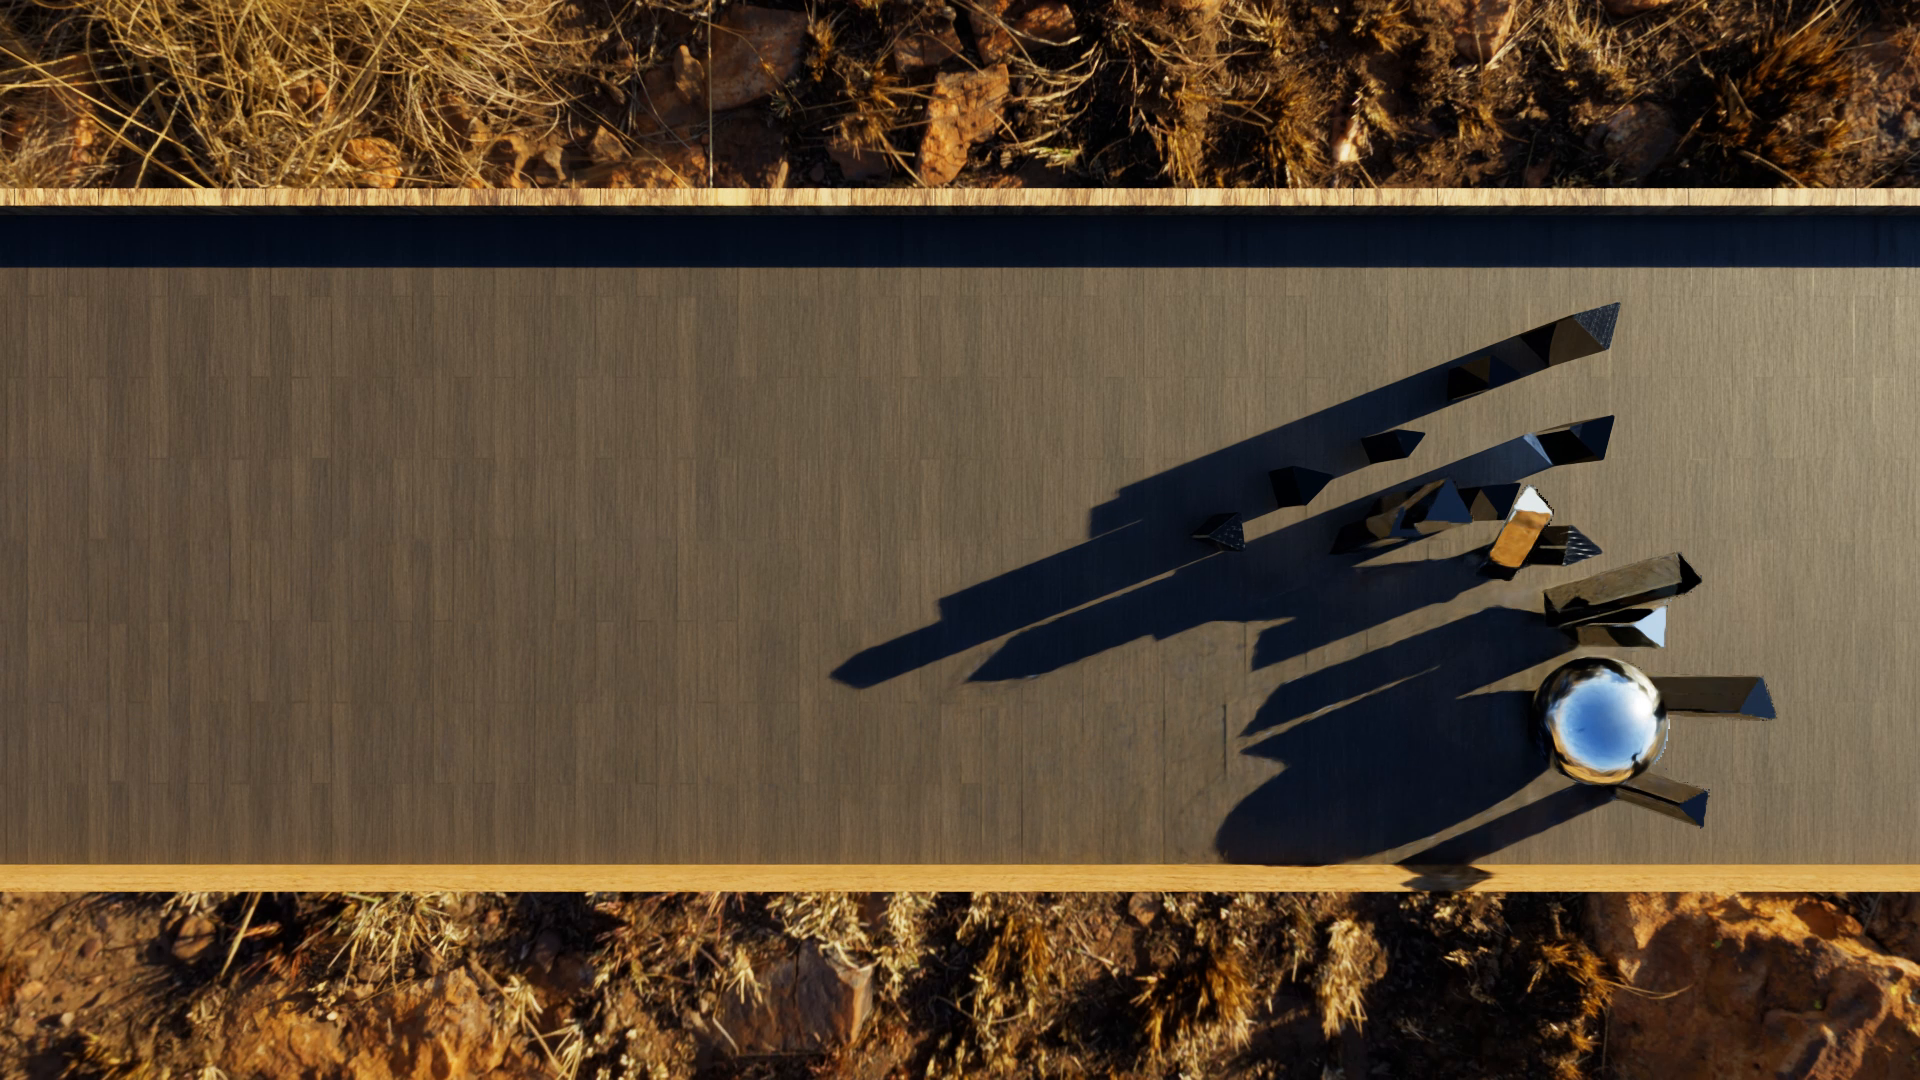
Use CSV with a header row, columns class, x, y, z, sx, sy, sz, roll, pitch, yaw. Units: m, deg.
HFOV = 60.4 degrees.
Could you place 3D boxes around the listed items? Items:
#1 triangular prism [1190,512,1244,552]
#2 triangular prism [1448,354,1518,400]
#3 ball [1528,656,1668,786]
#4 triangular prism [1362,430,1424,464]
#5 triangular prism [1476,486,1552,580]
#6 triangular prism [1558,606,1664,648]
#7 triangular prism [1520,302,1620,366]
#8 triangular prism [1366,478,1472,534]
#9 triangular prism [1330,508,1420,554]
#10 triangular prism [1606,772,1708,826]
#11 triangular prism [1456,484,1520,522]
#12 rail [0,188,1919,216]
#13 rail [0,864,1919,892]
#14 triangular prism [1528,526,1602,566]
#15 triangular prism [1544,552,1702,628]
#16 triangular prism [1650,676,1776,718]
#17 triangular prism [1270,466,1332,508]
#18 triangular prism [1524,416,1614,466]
class,x,y,z,sx,sy,sz,roll,pitch,yaw
triangular prism,0.775,-0.034,4.878,0.112,0.396,0.097,22,90,0
triangular prism,1.527,-0.488,4.879,0.099,0.396,0.086,-26,90,0
ball,1.888,0.536,4.885,0.383,0.383,0.383,0,90,0
triangular prism,1.264,-0.291,4.876,0.075,0.400,0.087,37,90,0
triangular prism,1.646,-0.021,4.924,0.111,0.318,0.096,8,50,-2
triangular prism,1.946,0.243,4.894,0.117,0.358,0.101,35,78,-12
triangular prism,1.812,-0.624,4.855,0.138,0.444,0.120,45,90,0
triangular prism,1.329,-0.090,4.854,0.143,0.442,0.124,3,83,-12
triangular prism,1.220,-0.026,4.880,0.095,0.394,0.082,-2,83,-12
triangular prism,2.057,0.738,4.877,0.102,0.396,0.088,39,85,-11
triangular prism,1.569,-0.133,4.905,0.100,0.343,0.115,-37,90,0
rail,-2.247,-1.025,5.002,12.000,0.150,0.050,0,90,0
rail,-2.247,1.025,5.001,12.000,0.150,0.050,0,90,0
triangular prism,1.786,0.006,4.925,0.121,0.304,0.105,-19,90,0
triangular prism,1.933,0.144,4.863,0.124,0.440,0.108,-22,89,-42
triangular prism,2.183,0.456,4.847,0.125,0.456,0.108,10,83,-14
triangular prism,0.988,-0.175,4.894,0.102,0.366,0.118,44,90,0
triangular prism,1.822,-0.313,4.885,0.132,0.383,0.114,45,90,0
